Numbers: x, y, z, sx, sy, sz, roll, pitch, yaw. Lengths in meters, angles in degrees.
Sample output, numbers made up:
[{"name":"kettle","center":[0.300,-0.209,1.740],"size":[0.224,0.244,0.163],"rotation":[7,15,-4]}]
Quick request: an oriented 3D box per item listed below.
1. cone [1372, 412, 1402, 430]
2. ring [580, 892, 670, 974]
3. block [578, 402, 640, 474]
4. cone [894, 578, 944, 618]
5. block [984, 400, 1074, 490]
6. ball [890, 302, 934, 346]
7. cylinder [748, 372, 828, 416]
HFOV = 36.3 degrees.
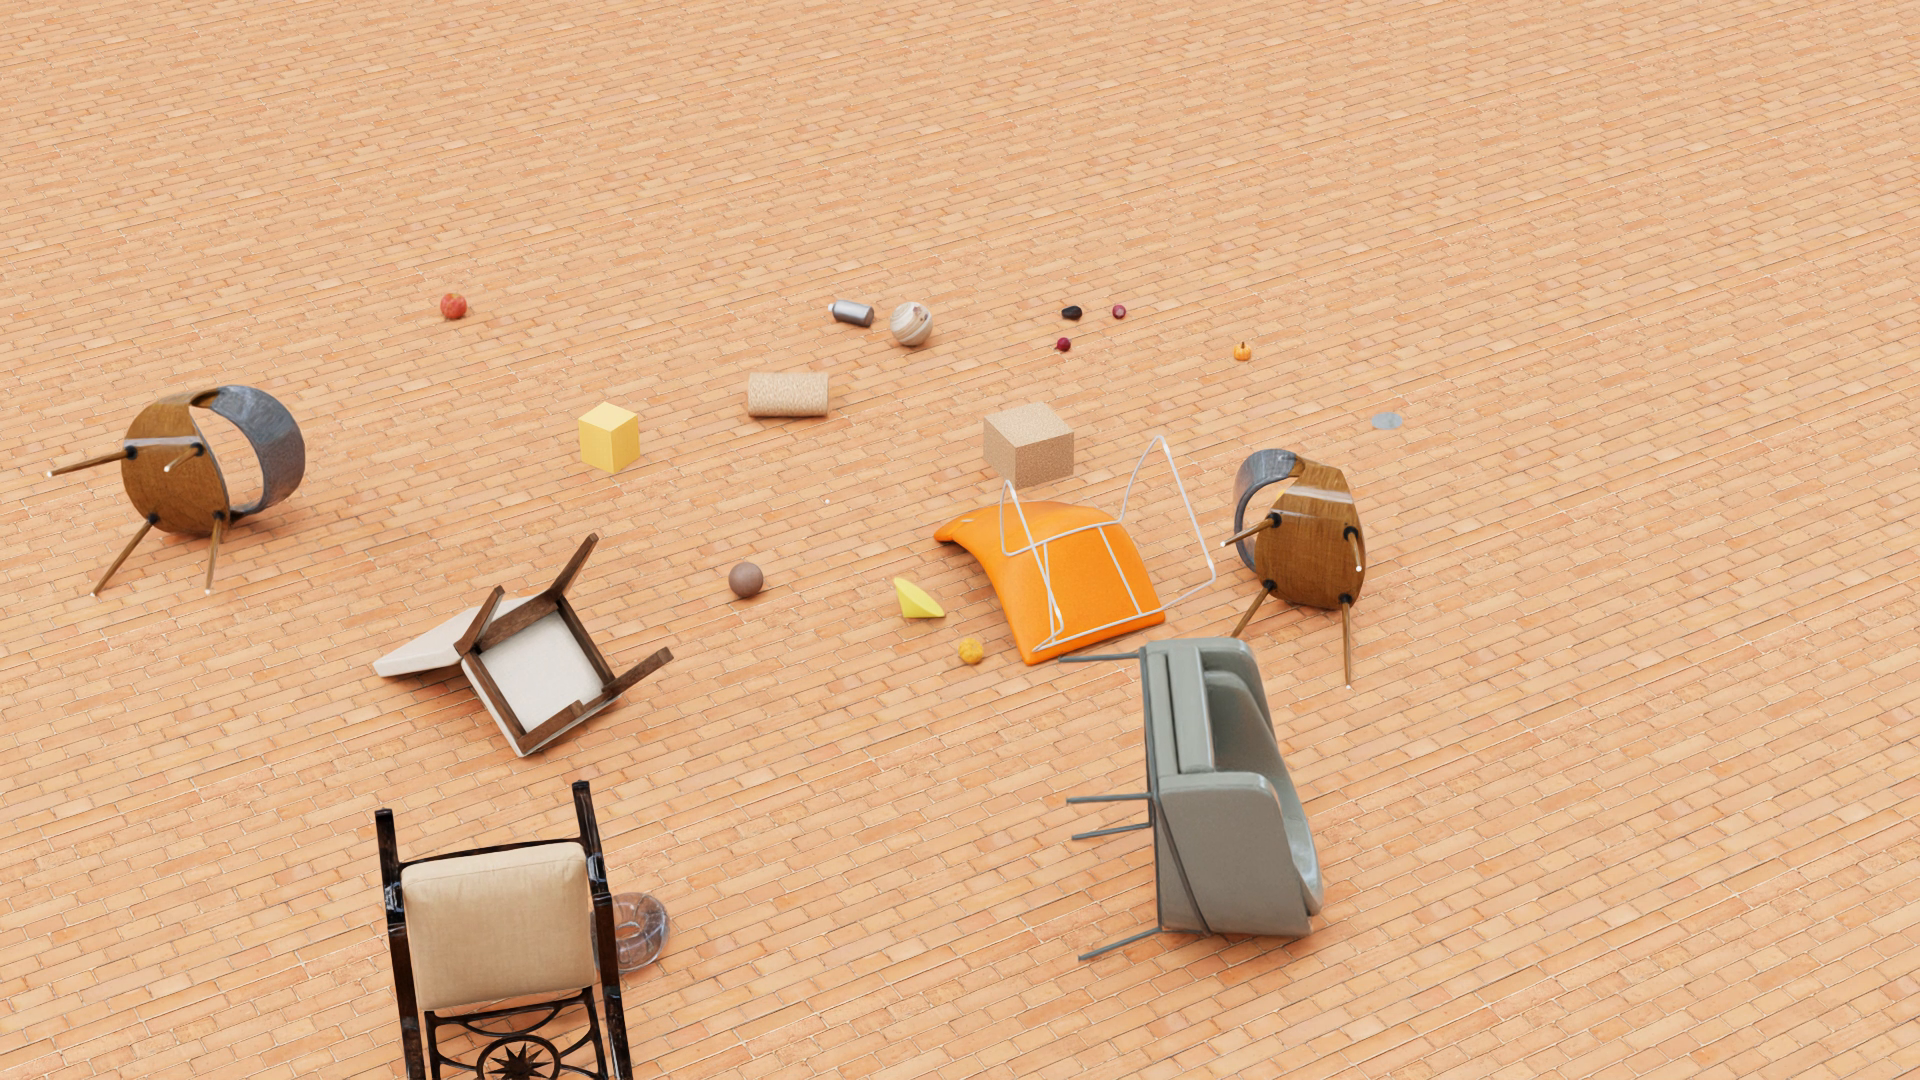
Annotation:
[{"name":"cone","center":[1.689,-0.471,11.632],"size":[0.127,0.070,0.052],"rotation":[-2,0,-1]},{"name":"ring","center":[-1.030,1.207,9.022],"size":[0.272,0.100,0.342],"rotation":[6,33,11]},{"name":"block","center":[-1.360,-0.396,11.371],"size":[0.165,0.192,0.157],"rotation":[21,39,29]},{"name":"cone","center":[-0.174,0.240,10.514],"size":[0.223,0.094,0.233],"rotation":[33,12,-18]},{"name":"block","center":[0.265,-0.366,11.323],"size":[0.255,0.194,0.262],"rotation":[-16,37,-22]},{"name":"ball","center":[-0.201,-0.895,12.136],"size":[0.182,0.182,0.182],"rotation":[0,33,0]},{"name":"cylinder","center":[-0.683,-0.583,11.701],"size":[0.312,0.141,0.235],"rotation":[0,35,0]}]
